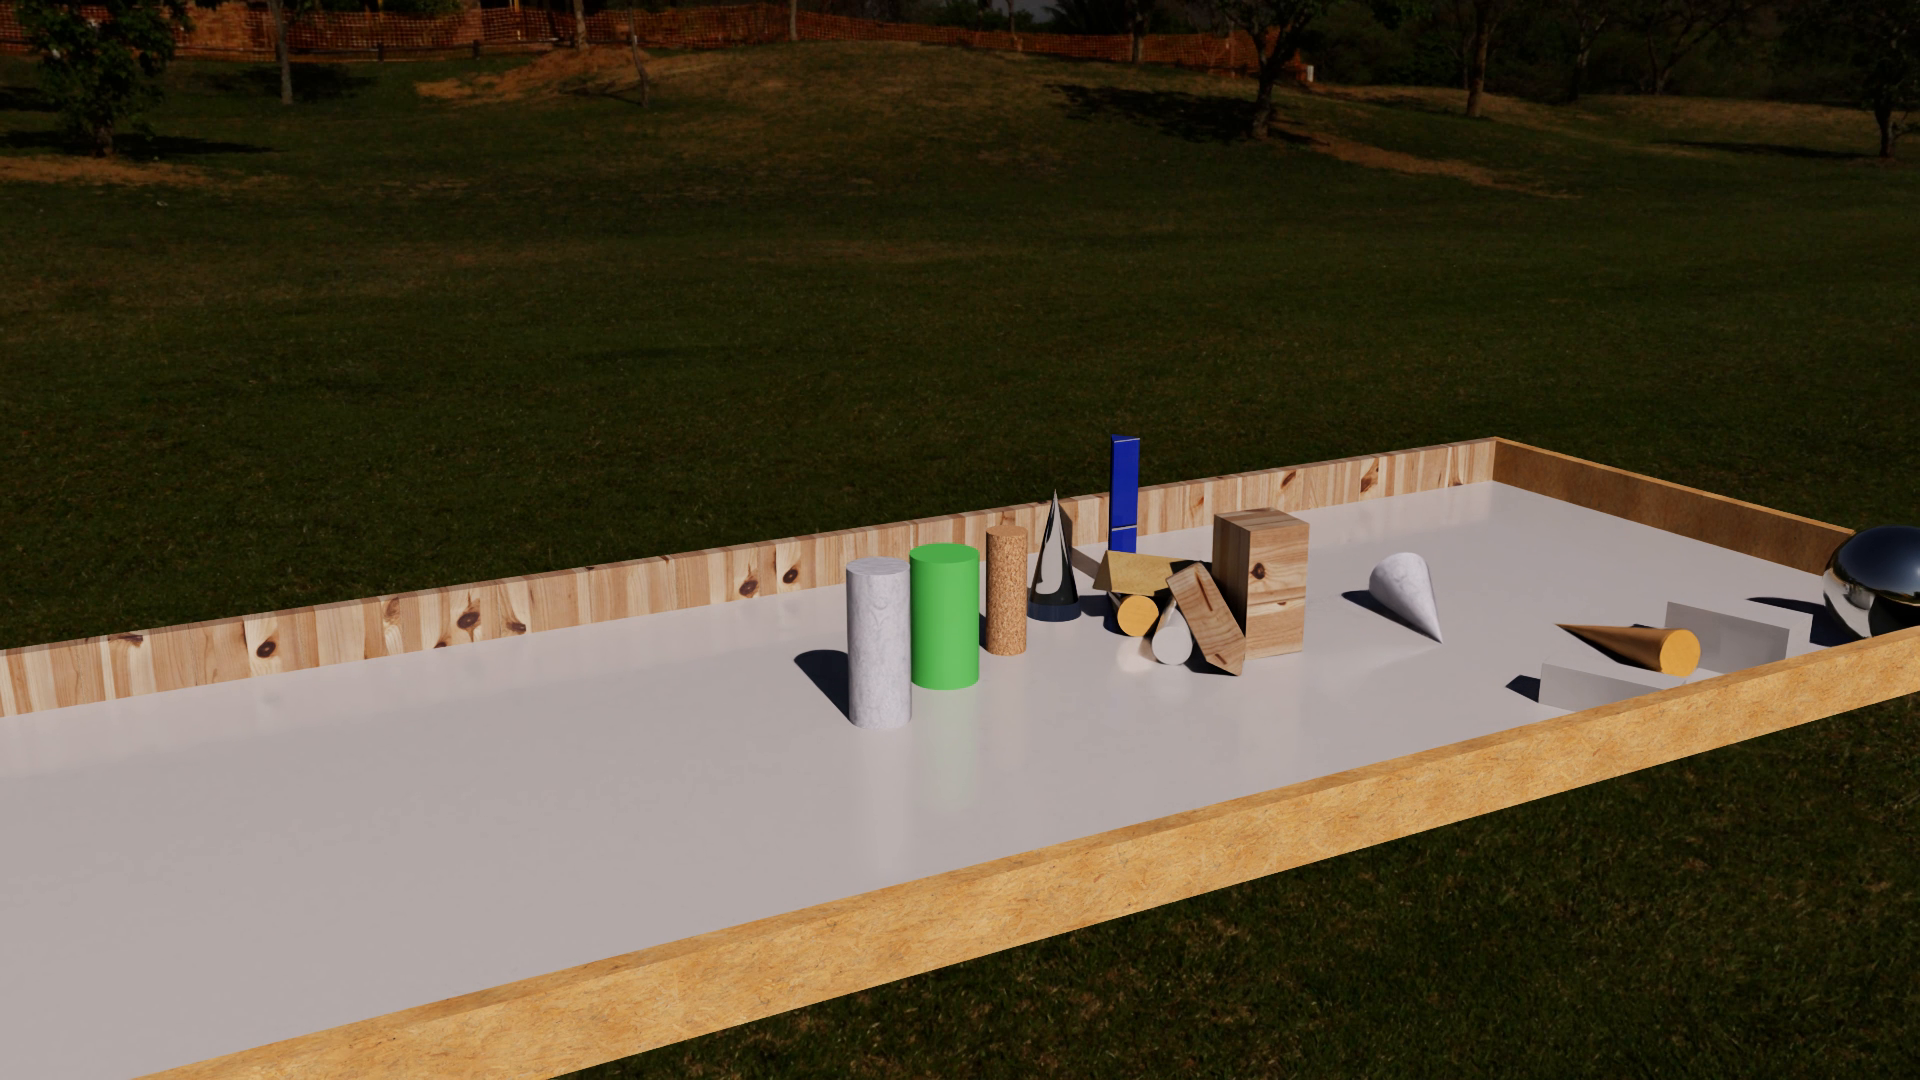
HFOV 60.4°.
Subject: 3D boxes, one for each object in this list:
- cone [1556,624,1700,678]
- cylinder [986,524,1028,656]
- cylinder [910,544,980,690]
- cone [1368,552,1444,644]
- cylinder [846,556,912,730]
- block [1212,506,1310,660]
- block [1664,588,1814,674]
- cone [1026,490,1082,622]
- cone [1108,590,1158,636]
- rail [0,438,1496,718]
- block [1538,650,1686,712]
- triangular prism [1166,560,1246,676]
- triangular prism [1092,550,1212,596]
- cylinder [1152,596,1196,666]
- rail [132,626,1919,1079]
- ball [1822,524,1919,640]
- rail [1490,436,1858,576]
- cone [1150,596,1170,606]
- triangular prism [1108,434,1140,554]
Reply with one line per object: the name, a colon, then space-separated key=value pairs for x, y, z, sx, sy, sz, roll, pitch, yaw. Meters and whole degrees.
cone: x=1.727 y=0.261 z=4.354 sx=0.129 sy=0.129 sz=0.455 roll=-6 pitch=9 yaw=-21
cylinder: x=0.122 y=0.132 z=4.327 sx=0.108 sy=0.326 sz=0.108 roll=0 pitch=16 yaw=0
cylinder: x=-0.039 y=0.190 z=4.124 sx=0.174 sy=0.329 sz=0.174 roll=0 pitch=16 yaw=0
cone: x=1.267 y=0.195 z=4.540 sx=0.176 sy=0.176 sz=0.324 roll=-2 pitch=32 yaw=-8
cylinder: x=-0.189 y=0.241 z=3.864 sx=0.149 sy=0.378 sz=0.149 roll=0 pitch=16 yaw=0
block: x=0.786 y=0.113 z=4.348 sx=0.178 sy=0.350 sz=0.178 roll=-7 pitch=18 yaw=-22
block: x=1.991 y=0.248 z=4.233 sx=0.156 sy=0.156 sz=0.302 roll=-15 pitch=22 yaw=-42
cone: x=0.263 y=0.031 z=4.605 sx=0.161 sy=0.362 sz=0.161 roll=0 pitch=16 yaw=0
cone: x=0.457 y=0.175 z=4.660 sx=0.113 sy=0.113 sz=0.417 roll=-2 pitch=9 yaw=-7
rail: x=-3.305 y=0.497 z=3.399 sx=12.000 sy=0.150 sz=0.050 roll=-9 pitch=18 yaw=-27
block: x=1.556 y=0.360 z=3.942 sx=0.304 sy=0.105 sz=0.105 roll=12 pitch=20 yaw=36
triangular prism: x=0.658 y=0.189 z=4.303 sx=0.111 sy=0.096 sz=0.384 roll=25 pitch=23 yaw=-23
triangular prism: x=0.591 y=0.104 z=4.609 sx=0.417 sy=0.109 sz=0.126 roll=7 pitch=0 yaw=-20
cylinder: x=0.580 y=0.231 z=4.383 sx=0.105 sy=0.105 sz=0.303 roll=4 pitch=17 yaw=13
rail: x=-2.336 y=1.006 z=1.665 sx=12.000 sy=0.150 sz=0.050 roll=-9 pitch=18 yaw=-27
ball: x=2.459 y=0.123 z=4.343 sx=0.334 sy=0.334 sz=0.334 roll=0 pitch=16 yaw=0
rail: x=2.466 y=-0.048 z=5.253 sx=0.050 sy=0.150 sz=2.100 roll=-9 pitch=18 yaw=-27
cone: x=0.559 y=0.116 z=4.856 sx=0.118 sy=0.118 sz=0.328 roll=-4 pitch=7 yaw=-12
triangular prism: x=0.463 y=-0.086 z=4.860 sx=0.091 sy=0.445 sz=0.079 roll=-9 pitch=18 yaw=-27
